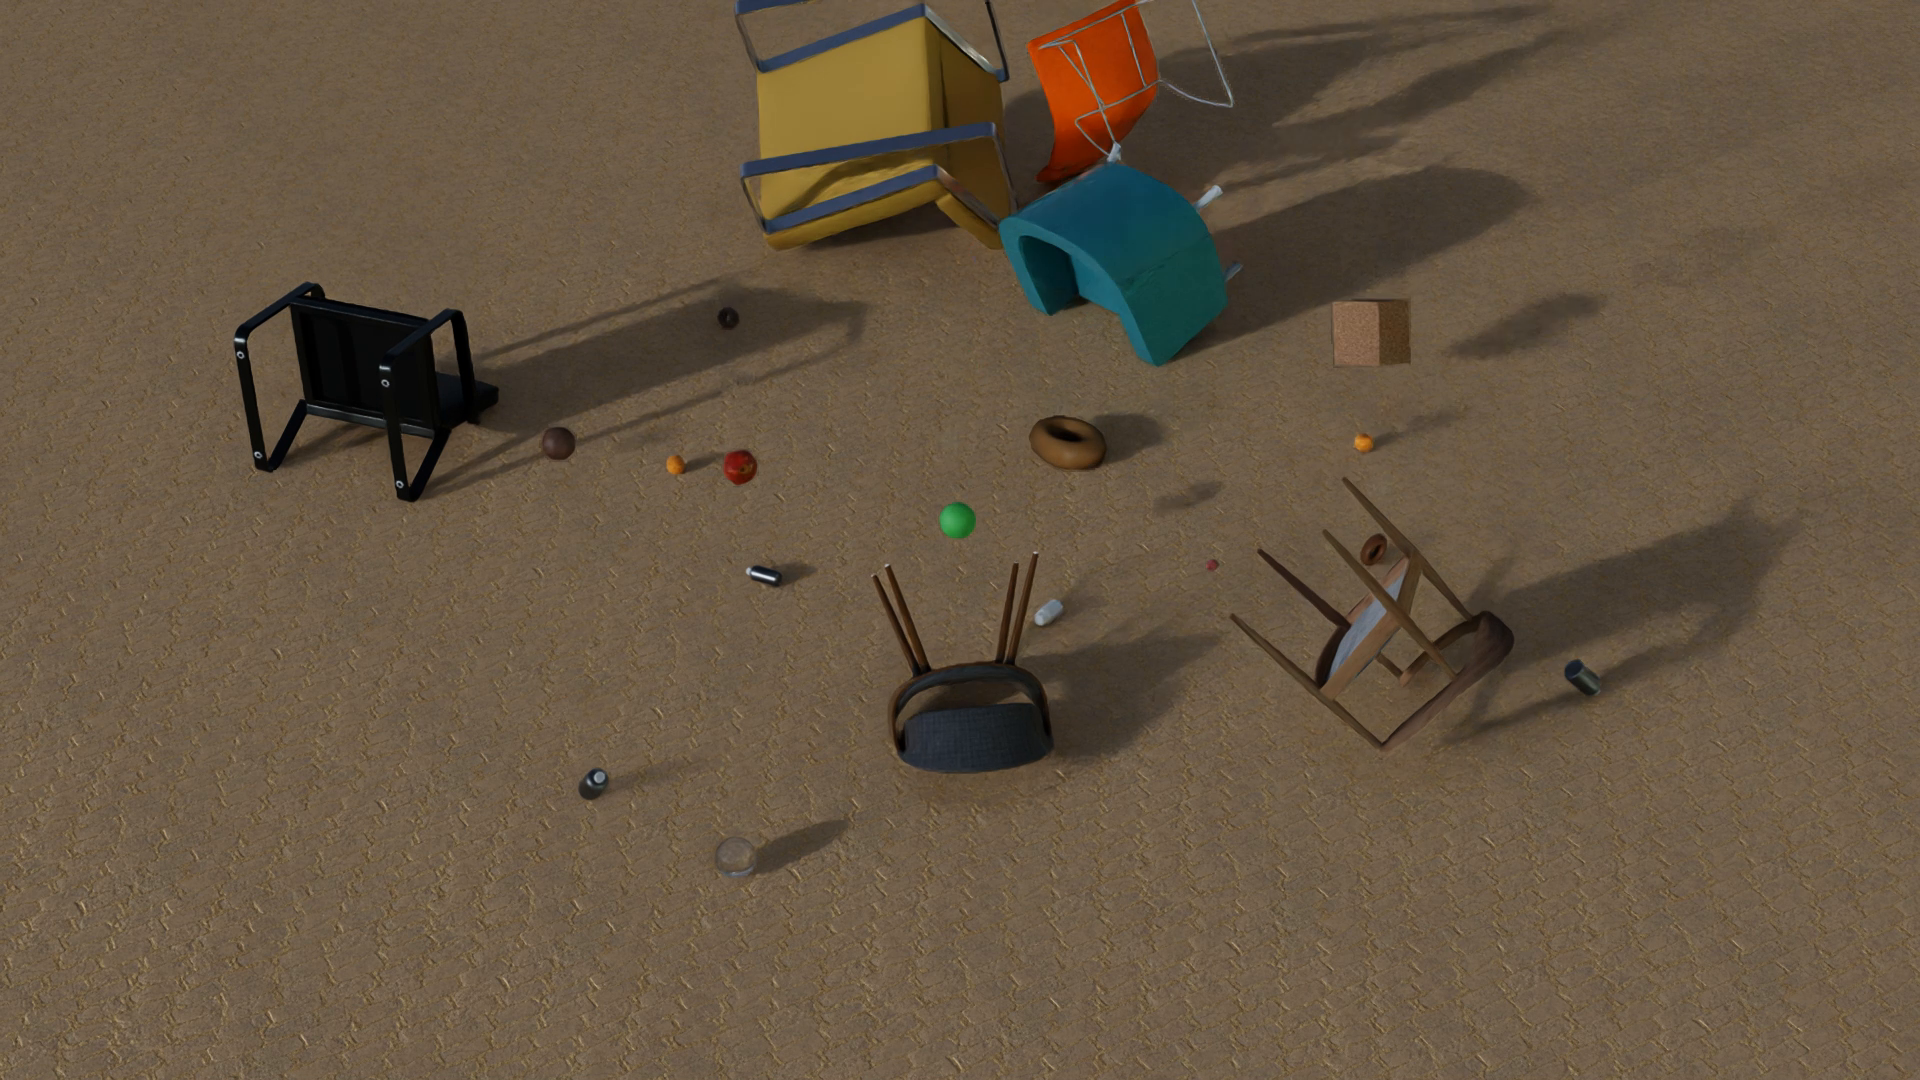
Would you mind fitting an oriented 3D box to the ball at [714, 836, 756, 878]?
[{"bbox_3d":[-0.712,1.006,9.299,0.131,0.131,0.131,0,33,0],"label":"ball"}]

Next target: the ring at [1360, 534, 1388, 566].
[{"bbox_3d":[1.522,0.036,10.789,0.078,0.130,0.055,24,18,-27],"label":"ring"}]

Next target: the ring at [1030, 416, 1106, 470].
[{"bbox_3d":[0.419,-0.378,11.414,0.320,0.115,0.264,26,38,31],"label":"ring"}]

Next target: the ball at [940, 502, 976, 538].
[{"bbox_3d":[-0.008,-0.070,10.459,0.131,0.131,0.131,0,33,0],"label":"ball"}]

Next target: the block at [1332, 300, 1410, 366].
[{"bbox_3d":[1.636,-0.825,11.659,0.182,0.249,0.238,-8,9,-40],"label":"block"}]
